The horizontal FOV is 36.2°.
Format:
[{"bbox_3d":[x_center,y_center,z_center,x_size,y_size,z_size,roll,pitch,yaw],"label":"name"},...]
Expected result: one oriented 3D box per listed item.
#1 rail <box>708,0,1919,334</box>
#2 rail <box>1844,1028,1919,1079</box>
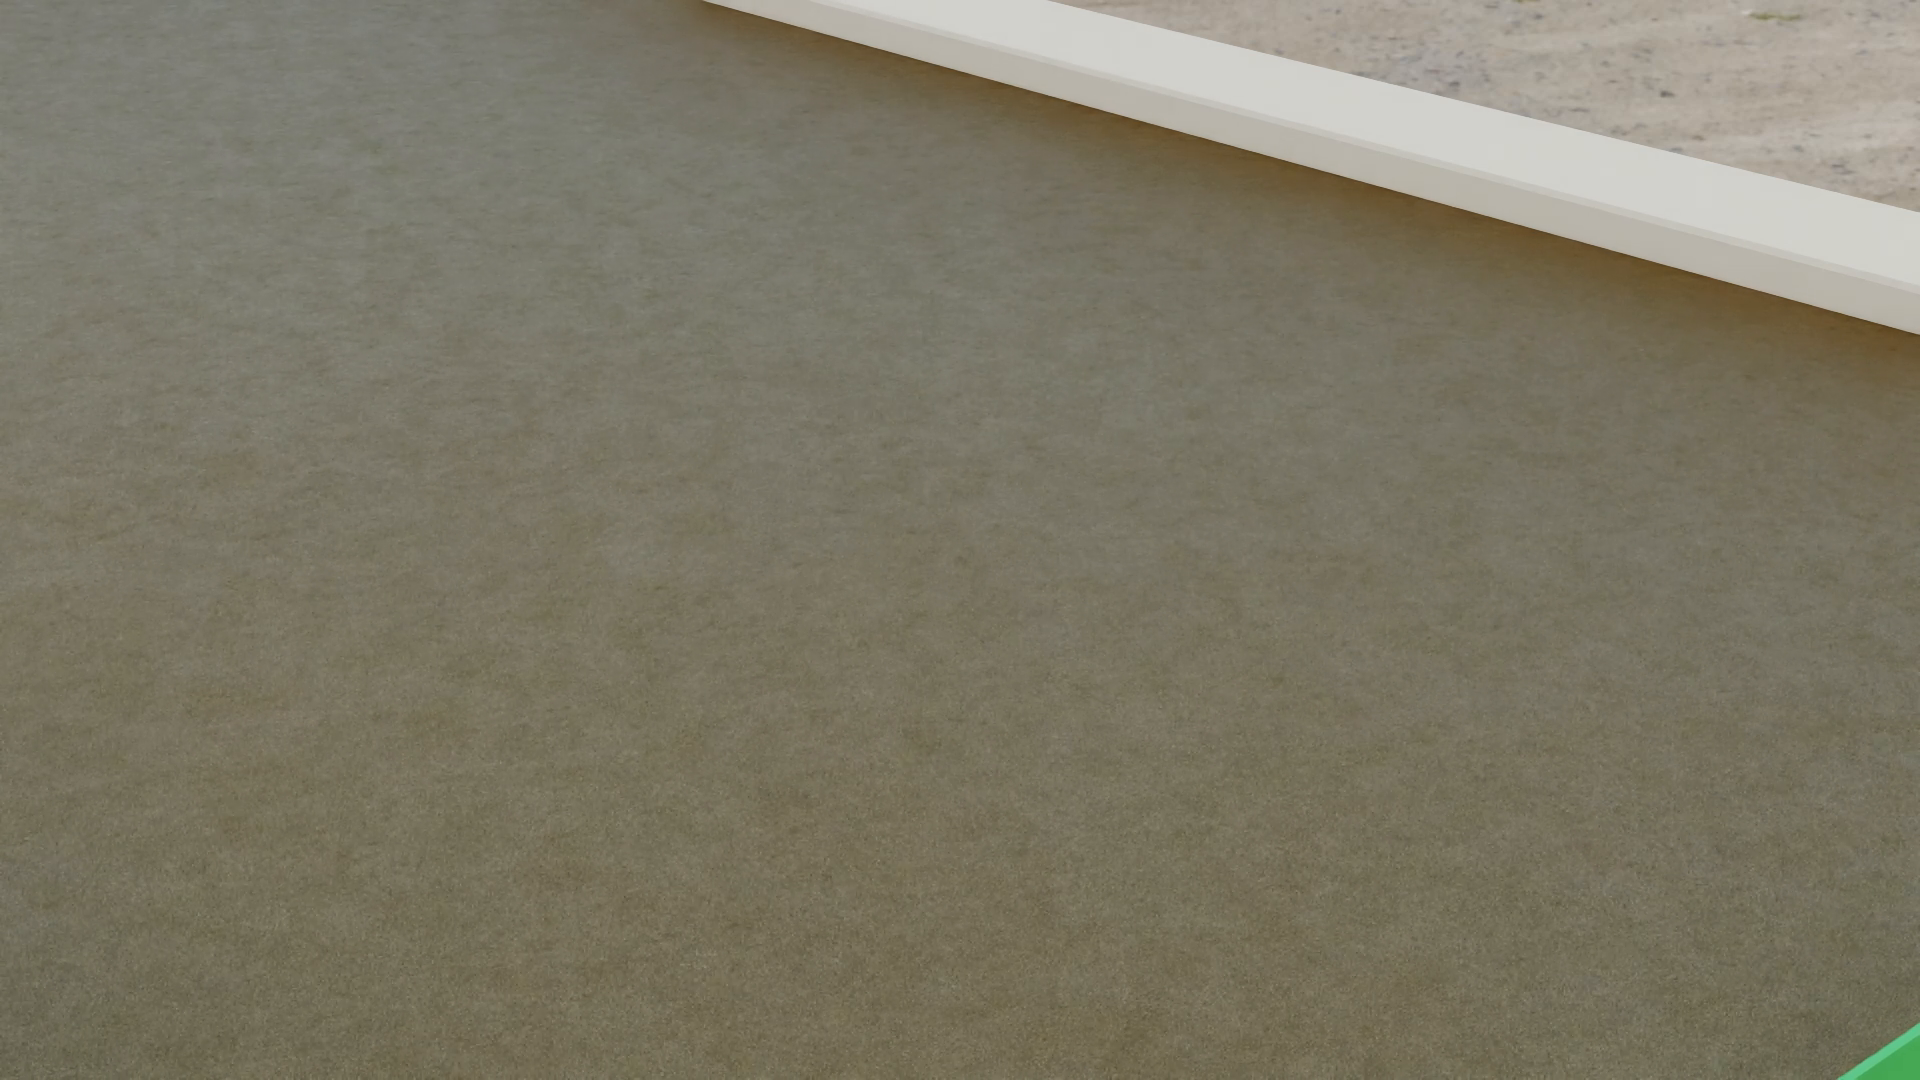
[{"bbox_3d":[0.126,-0.601,3.666,0.045,0.119,3.902,-20,30,-38],"label":"rail"},{"bbox_3d":[0.641,0.247,1.704,2.166,0.119,0.045,-20,30,-38],"label":"rail"}]
